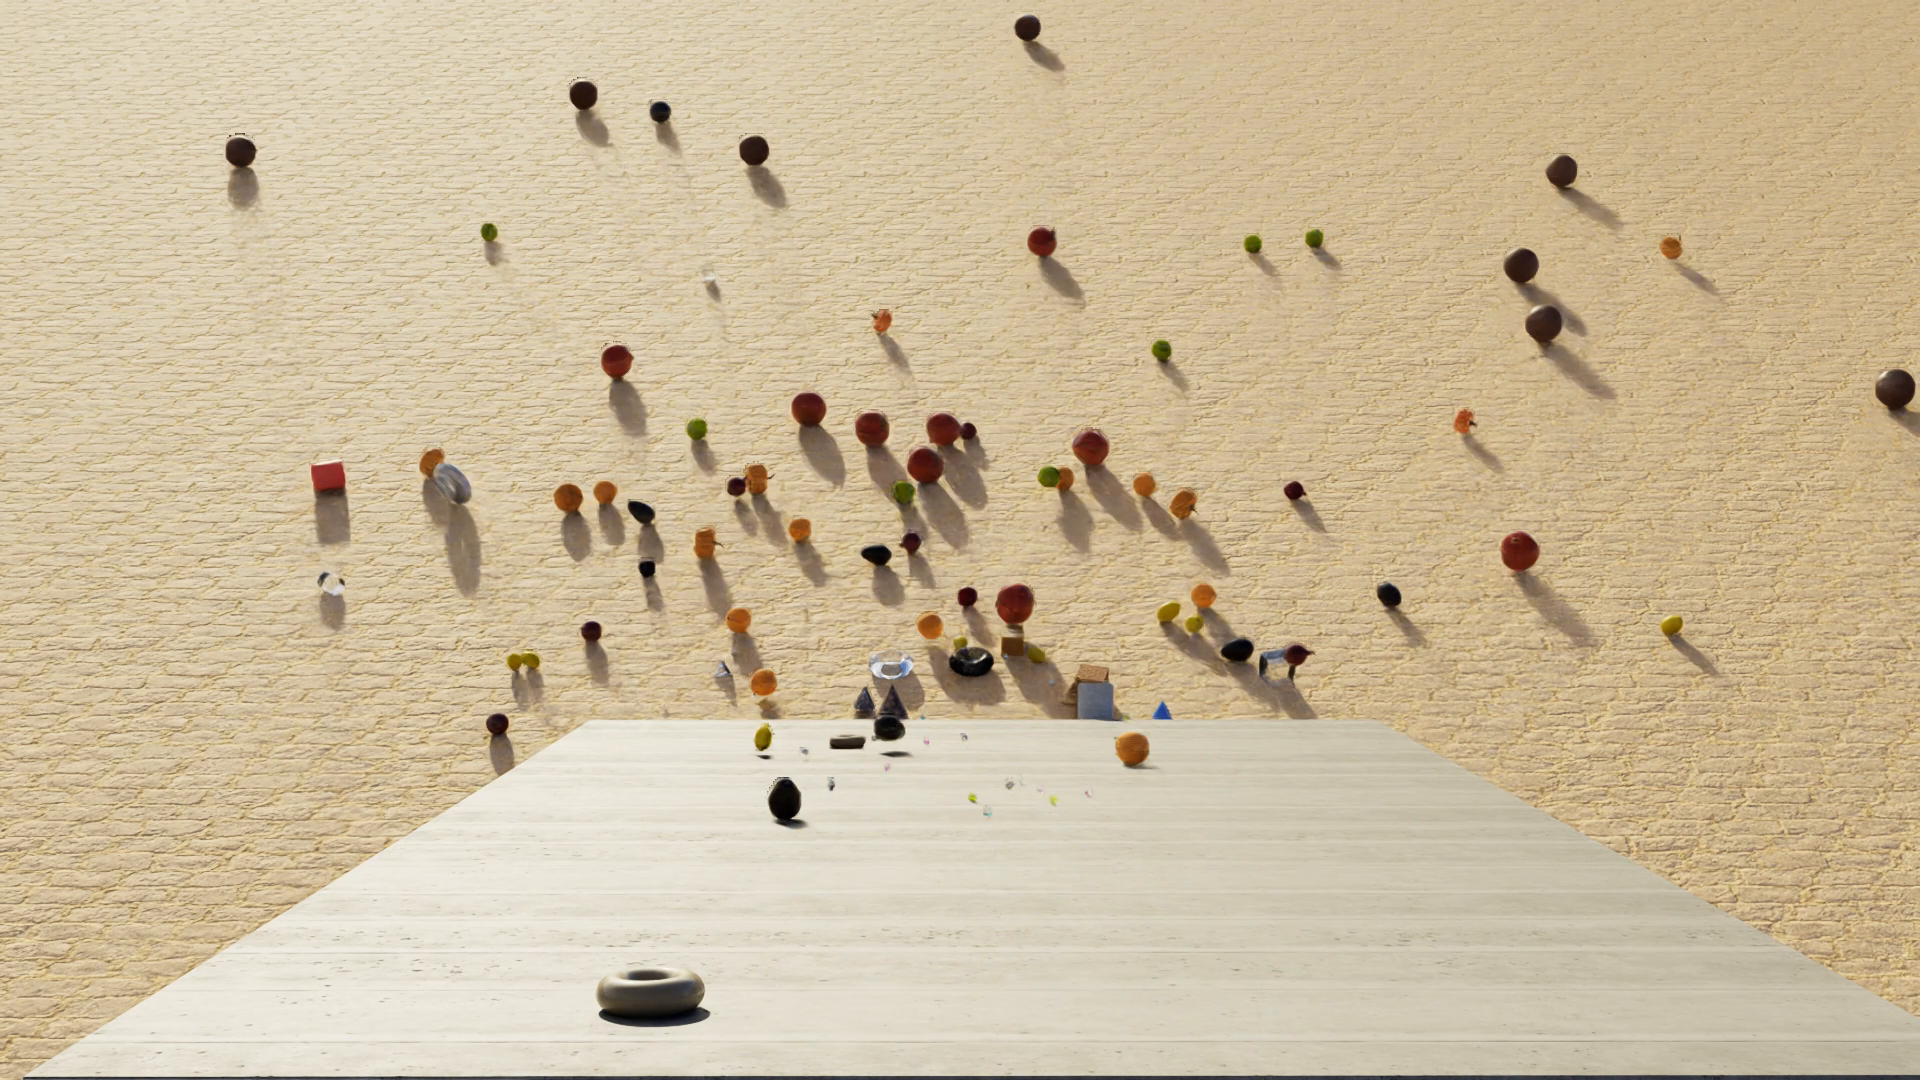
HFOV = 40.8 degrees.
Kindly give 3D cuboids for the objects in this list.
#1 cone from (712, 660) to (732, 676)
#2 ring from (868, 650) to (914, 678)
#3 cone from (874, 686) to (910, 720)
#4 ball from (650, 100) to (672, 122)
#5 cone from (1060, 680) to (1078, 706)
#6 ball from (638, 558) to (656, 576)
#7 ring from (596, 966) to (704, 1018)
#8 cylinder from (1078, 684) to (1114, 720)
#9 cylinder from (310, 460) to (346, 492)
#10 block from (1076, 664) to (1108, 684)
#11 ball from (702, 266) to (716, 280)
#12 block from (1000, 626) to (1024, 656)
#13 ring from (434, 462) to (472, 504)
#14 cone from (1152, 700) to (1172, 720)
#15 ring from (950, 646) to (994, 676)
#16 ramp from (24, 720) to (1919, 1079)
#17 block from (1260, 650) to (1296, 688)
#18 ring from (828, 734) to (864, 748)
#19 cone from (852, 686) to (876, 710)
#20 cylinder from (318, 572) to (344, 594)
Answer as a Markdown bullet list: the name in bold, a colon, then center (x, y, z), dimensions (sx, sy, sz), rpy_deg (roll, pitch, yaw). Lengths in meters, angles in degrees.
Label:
- **cone**: center (-0.648, 0.356, 6.959), dimensions (0.050, 0.050, 0.050), rpy_deg (-31, 32, -2)
- **ring**: center (-0.186, 0.336, 6.980), dimensions (0.124, 0.041, 0.124), rpy_deg (-1, 26, 0)
- **cone**: center (-0.176, 0.415, 6.643), dimensions (0.092, 0.092, 0.092), rpy_deg (0, -3, 0)
- **ball**: center (-1.313, -1.875, 11.299), dimensions (0.096, 0.096, 0.096), rpy_deg (0, 27, 0)
- **cone**: center (0.302, 0.398, 6.798), dimensions (0.070, 0.070, 0.070), rpy_deg (5, 3, 0)
- **ball**: center (-0.906, 0.081, 7.473), dimensions (0.052, 0.052, 0.052), rpy_deg (0, 27, 0)
- **ring**: center (-0.349, 0.510, 2.912), dimensions (0.123, 0.041, 0.123), rpy_deg (-1, 2, 0)
- **cylinder**: center (0.351, 0.423, 6.685), dimensions (0.093, 0.093, 0.093), rpy_deg (1, -10, 0)
- **cylinder**: center (-1.955, -0.199, 7.986), dimensions (0.089, 0.089, 0.089), rpy_deg (-11, 29, -20)
- **block**: center (0.349, 0.385, 6.843), dimensions (0.076, 0.076, 0.076), rpy_deg (6, 27, 12)
- **ball**: center (-0.934, -0.990, 9.592), dimensions (0.055, 0.055, 0.055), rpy_deg (0, 27, 0)
- **block**: center (0.143, 0.276, 7.074), dimensions (0.062, 0.062, 0.062), rpy_deg (-1, 27, -2)
- **ring**: center (-1.547, -0.174, 7.876), dimensions (0.145, 0.145, 0.048), rpy_deg (22, 52, 37)
- **cone**: center (0.530, 0.441, 6.755), dimensions (0.054, 0.054, 0.054), rpy_deg (1, 28, 0)
- **ring**: center (0.031, 0.330, 6.992), dimensions (0.122, 0.041, 0.122), rpy_deg (0, 28, 0)
- **ramp**: center (0.061, 0.547, 4.583), dimensions (2.000, 0.100, 4.000), rpy_deg (0, 1, 0)
- **block**: center (0.851, 0.345, 6.929), dimensions (0.071, 0.071, 0.071), rpy_deg (-8, 28, -16)
- **ring**: center (-0.258, 0.459, 5.876), dimensions (0.083, 0.028, 0.083), rpy_deg (0, 2, 0)
- **cone**: center (-0.251, 0.410, 6.801), dimensions (0.061, 0.061, 0.061), rpy_deg (5, 20, -2)
- **cylinder**: center (-1.799, 0.124, 7.385), dimensions (0.054, 0.054, 0.054), rpy_deg (21, 33, 38)
